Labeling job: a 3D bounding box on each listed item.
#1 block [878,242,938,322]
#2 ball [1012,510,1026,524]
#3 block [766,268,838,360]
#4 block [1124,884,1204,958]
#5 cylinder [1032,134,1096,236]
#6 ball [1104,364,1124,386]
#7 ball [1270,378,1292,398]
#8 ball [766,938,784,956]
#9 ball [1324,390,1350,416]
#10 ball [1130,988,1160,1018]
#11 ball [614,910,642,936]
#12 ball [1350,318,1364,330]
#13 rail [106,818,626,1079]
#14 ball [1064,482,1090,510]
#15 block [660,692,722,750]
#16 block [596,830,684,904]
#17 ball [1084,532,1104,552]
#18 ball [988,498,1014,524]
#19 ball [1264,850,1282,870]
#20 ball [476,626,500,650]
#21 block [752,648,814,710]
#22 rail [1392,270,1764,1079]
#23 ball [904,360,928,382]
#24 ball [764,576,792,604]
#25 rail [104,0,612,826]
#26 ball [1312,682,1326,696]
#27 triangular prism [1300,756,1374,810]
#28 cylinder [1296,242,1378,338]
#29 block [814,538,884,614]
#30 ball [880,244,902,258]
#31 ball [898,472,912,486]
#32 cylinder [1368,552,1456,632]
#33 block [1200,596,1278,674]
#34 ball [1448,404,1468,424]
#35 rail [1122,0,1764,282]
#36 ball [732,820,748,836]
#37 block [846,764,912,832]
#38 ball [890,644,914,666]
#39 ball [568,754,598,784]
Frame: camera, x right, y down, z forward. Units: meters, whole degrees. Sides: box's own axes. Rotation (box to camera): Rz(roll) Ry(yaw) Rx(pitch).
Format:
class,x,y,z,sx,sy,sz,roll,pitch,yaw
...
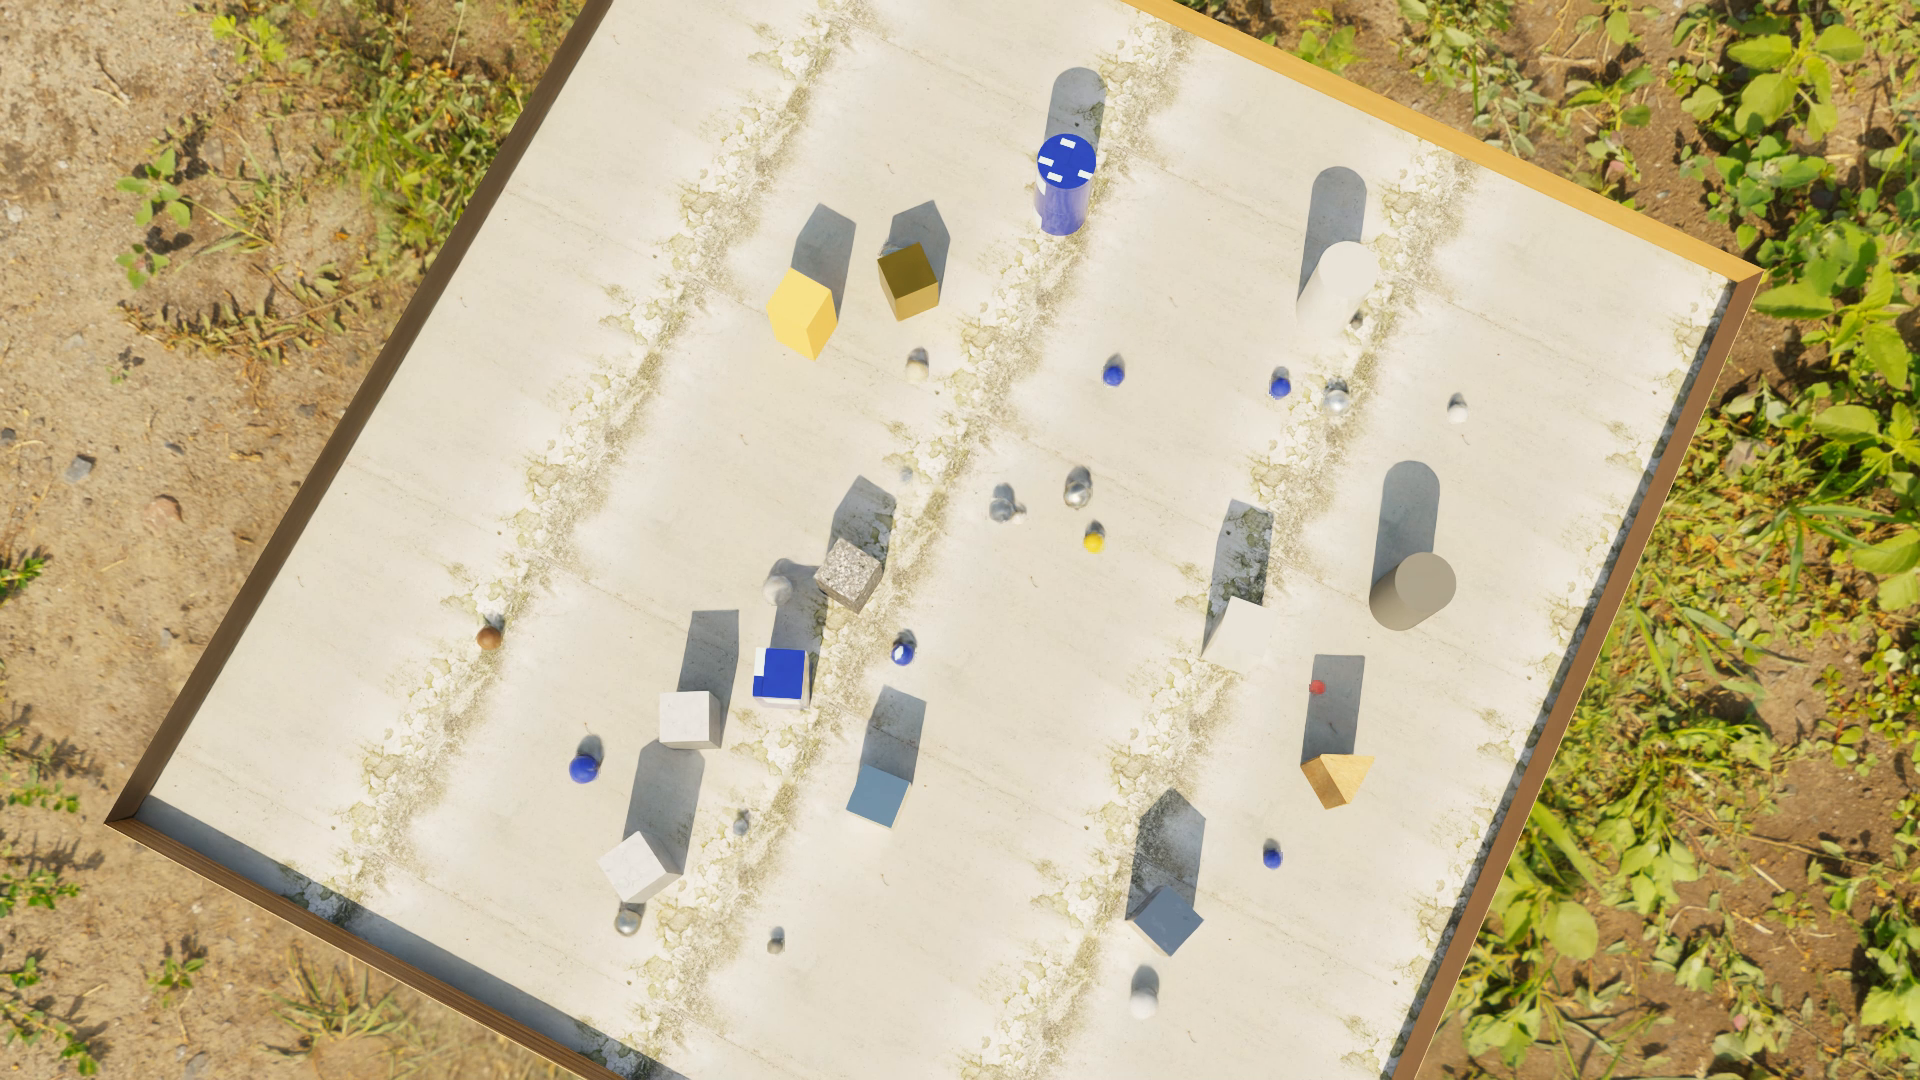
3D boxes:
class,x,y,z,sx,sy,sz,roll,pitch,yaw
block,-0.160,-0.796,5.671,0.141,0.215,0.141,-23,79,-5
ball,0.180,-0.068,5.609,0.042,0.042,0.042,0,78,0
block,-0.480,-0.685,5.594,0.141,0.320,0.141,30,80,6
block,0.582,1.090,5.247,0.141,0.281,0.141,43,82,8
cylinder,0.318,-1.089,5.645,0.176,0.384,0.176,0,78,0
ball,0.478,-0.510,5.687,0.067,0.067,0.067,0,78,0
ball,0.995,-0.473,5.681,0.064,0.064,0.064,0,78,0
ball,-0.540,1.186,5.346,0.049,0.049,0.049,0,78,0
ball,1.164,-0.421,5.661,0.082,0.082,0.082,0,78,0
ball,0.532,1.339,5.295,0.087,0.087,0.087,0,78,0
ball,-0.970,1.117,5.345,0.079,0.079,0.079,0,78,0
ball,1.241,-0.677,5.735,0.040,0.040,0.040,0,78,0
rail,-0.828,1.627,5.221,3.701,0.115,0.045,26,80,5
ball,0.358,-0.135,5.601,0.084,0.084,0.084,0,78,0
block,-0.788,0.531,5.369,0.141,0.269,0.141,-2,78,0
block,-0.915,0.941,5.258,0.141,0.321,0.141,-35,80,-7
ball,0.408,0.008,5.583,0.061,0.061,0.061,0,78,0
ball,0.125,-0.090,5.593,0.079,0.079,0.079,0,78,0
ball,0.920,0.942,5.394,0.055,0.055,0.055,0,78,0
ball,-1.421,0.296,5.518,0.072,0.072,0.072,0,78,0
block,-0.519,0.411,5.386,0.141,0.285,0.141,4,78,1
rail,1.634,0.806,5.390,0.045,0.115,3.749,26,80,5
ball,-0.137,-0.525,5.687,0.073,0.073,0.073,0,78,0
ball,-0.550,0.151,5.540,0.087,0.087,0.087,0,78,0
rail,-1.634,-0.794,5.721,0.045,0.115,3.749,26,80,5
ball,1.077,0.445,5.503,0.041,0.041,0.041,0,78,0
triangular prism,1.074,0.674,5.317,0.132,0.313,0.153,31,80,6
cylinder,1.143,-0.757,5.579,0.176,0.379,0.176,0,78,0
block,-0.331,0.110,5.474,0.141,0.234,0.141,32,80,6
ball,-0.213,-0.885,5.757,0.083,0.083,0.083,0,78,0
ball,-0.168,-0.189,5.634,0.041,0.041,0.041,0,78,0
cylinder,1.332,0.156,5.410,0.176,0.341,0.176,0,78,0
block,0.817,0.283,5.380,0.141,0.348,0.141,20,79,4
ball,1.542,-0.392,5.666,0.060,0.060,0.060,0,78,0
rail,0.828,-1.615,5.890,3.701,0.115,0.045,26,80,5
ball,-0.649,0.851,5.415,0.050,0.050,0.050,0,78,0
block,-0.234,0.753,5.335,0.141,0.245,0.141,22,79,4
ball,-0.173,0.345,5.509,0.070,0.070,0.070,0,78,0
ball,-1.116,0.680,5.431,0.088,0.088,0.088,0,78,0
